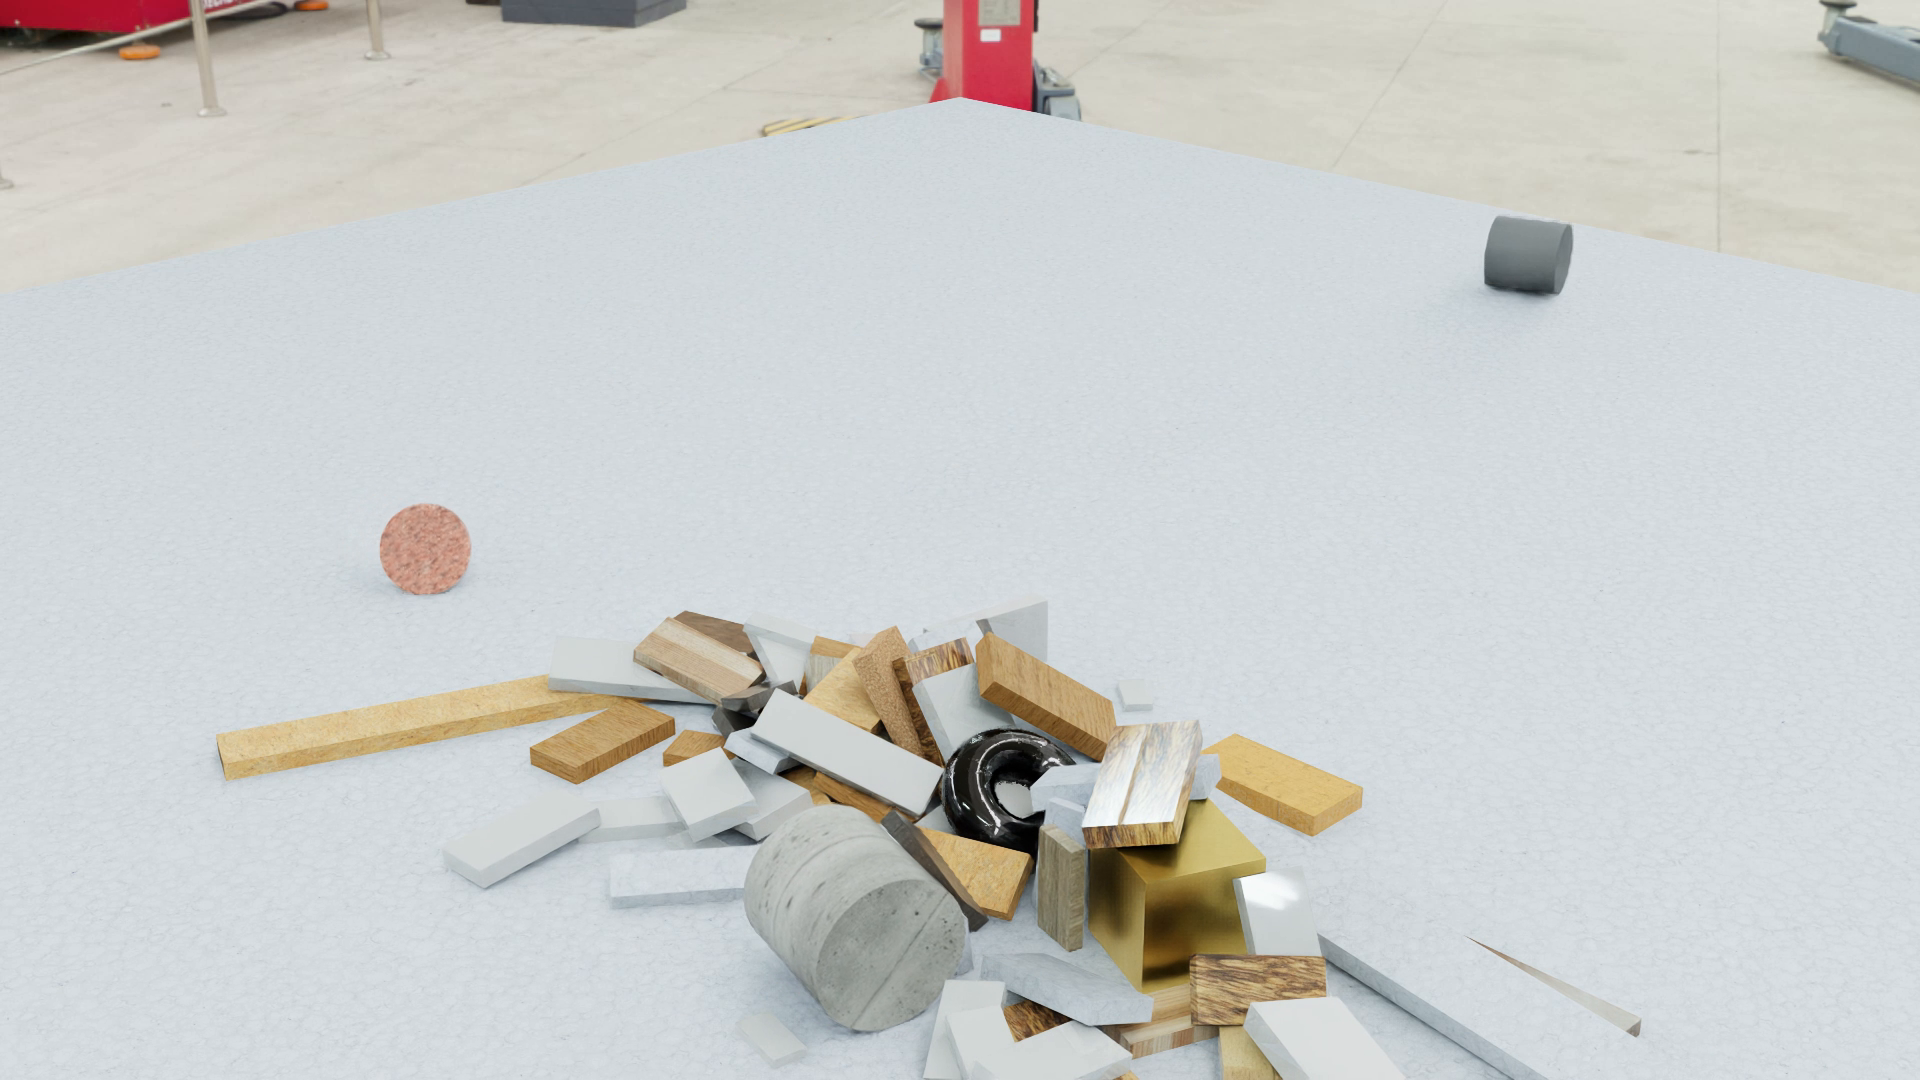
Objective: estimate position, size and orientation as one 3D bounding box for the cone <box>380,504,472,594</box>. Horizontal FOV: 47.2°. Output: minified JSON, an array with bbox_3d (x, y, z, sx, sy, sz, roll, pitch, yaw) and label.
[{"bbox_3d":[-1.325,0.029,5.560,0.228,0.228,0.228,0,-4,-1],"label":"cone"}]

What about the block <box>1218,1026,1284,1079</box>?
[{"bbox_3d":[0.503,0.897,3.596,0.143,0.040,0.285,1,23,2],"label":"block"}]

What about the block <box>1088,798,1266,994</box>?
[{"bbox_3d":[0.387,0.638,3.959,0.233,0.233,0.233,-8,24,-19],"label":"block"}]

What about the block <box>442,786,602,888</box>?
[{"bbox_3d":[-0.856,0.579,4.299,0.276,0.039,0.138,-27,31,-37],"label":"block"}]

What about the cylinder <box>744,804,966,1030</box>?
[{"bbox_3d":[-0.187,0.656,3.845,0.289,0.289,0.289,-13,26,-27],"label":"cylinder"}]

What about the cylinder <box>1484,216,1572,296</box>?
[{"bbox_3d":[2.022,-1.013,7.827,0.251,0.251,0.251,11,25,25],"label":"cylinder"}]

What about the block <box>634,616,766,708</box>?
[{"bbox_3d":[-0.577,0.276,4.888,0.266,0.038,0.133,25,43,16],"label":"block"}]

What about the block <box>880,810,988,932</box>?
[{"bbox_3d":[-0.048,0.612,4.078,0.034,0.121,0.243,-42,54,1],"label":"block"}]

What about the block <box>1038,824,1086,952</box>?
[{"bbox_3d":[0.183,0.633,4.001,0.030,0.210,0.105,-13,26,-29],"label":"block"}]

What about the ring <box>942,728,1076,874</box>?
[{"bbox_3d":[0.114,0.509,4.300,0.315,0.105,0.315,14,48,-16],"label":"ring"}]

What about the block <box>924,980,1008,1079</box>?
[{"bbox_3d":[0.010,0.829,3.686,0.105,0.030,0.210,0,38,13],"label":"block"}]

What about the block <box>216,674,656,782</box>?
[{"bbox_3d":[-1.062,0.373,4.829,1.080,0.040,0.143,-10,25,-22],"label":"block"}]

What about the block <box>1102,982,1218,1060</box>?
[{"bbox_3d":[0.370,0.821,3.784,0.235,0.033,0.117,-10,25,-21],"label":"block"}]

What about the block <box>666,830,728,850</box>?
[{"bbox_3d":[-0.501,0.607,4.304,0.144,0.020,0.072,21,31,40],"label":"block"}]

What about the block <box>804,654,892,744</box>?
[{"bbox_3d":[-0.237,0.344,4.619,0.156,0.044,0.312,10,24,-12],"label":"block"}]

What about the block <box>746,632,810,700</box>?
[{"bbox_3d":[-0.380,0.274,4.889,0.112,0.032,0.369,6,23,-22],"label":"block"}]

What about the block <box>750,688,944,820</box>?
[{"bbox_3d":[-0.224,0.425,4.377,0.378,0.031,0.108,25,63,9],"label":"block"}]

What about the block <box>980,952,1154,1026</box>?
[{"bbox_3d":[0.181,0.768,3.773,0.143,0.040,0.285,7,3,-39],"label":"block"}]

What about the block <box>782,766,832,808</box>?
[{"bbox_3d":[-0.325,0.536,4.390,0.125,0.035,0.249,-21,23,-10],"label":"block"}]

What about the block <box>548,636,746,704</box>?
[{"bbox_3d":[-0.695,0.292,4.903,0.426,0.038,0.133,6,41,-6],"label":"block"}]

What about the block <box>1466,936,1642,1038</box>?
[{"bbox_3d":[0.777,0.710,4.045,0.117,0.033,0.985,-21,31,-40],"label":"block"}]

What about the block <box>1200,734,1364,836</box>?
[{"bbox_3d":[0.643,0.500,4.522,0.165,0.047,0.330,-21,31,-41],"label":"block"}]

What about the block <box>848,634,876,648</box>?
[{"bbox_3d":[-0.201,0.251,5.104,0.080,0.023,0.159,0,15,-17],"label":"block"}]

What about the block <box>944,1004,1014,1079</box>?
[{"bbox_3d":[0.057,0.871,3.579,0.095,0.027,0.251,-7,41,-17],"label":"block"}]

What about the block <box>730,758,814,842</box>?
[{"bbox_3d":[-0.426,0.516,4.408,0.138,0.039,0.276,-29,25,-29],"label":"block"}]

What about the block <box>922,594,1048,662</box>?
[{"bbox_3d":[0.060,0.238,5.000,0.317,0.156,0.044,-15,27,-32],"label":"block"}]

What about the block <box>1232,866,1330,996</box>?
[{"bbox_3d":[0.560,0.698,3.828,0.121,0.243,0.034,-9,-8,-19],"label":"block"}]

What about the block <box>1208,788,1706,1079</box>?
[{"bbox_3d":[0.778,0.727,3.911,0.173,0.049,1.365,-26,34,-29],"label":"block"}]

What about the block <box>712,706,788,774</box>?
[{"bbox_3d":[-0.436,0.415,4.580,0.112,0.032,0.223,23,8,-26],"label":"block"}]

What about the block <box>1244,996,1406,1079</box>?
[{"bbox_3d":[0.621,0.871,3.566,0.173,0.049,0.346,2,26,-25],"label":"block"}]

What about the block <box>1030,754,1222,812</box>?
[{"bbox_3d":[0.315,0.458,4.154,0.330,0.047,0.165,-7,6,18],"label":"block"}]

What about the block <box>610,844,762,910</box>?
[{"bbox_3d":[-0.514,0.640,4.182,0.294,0.032,0.114,-3,35,-7],"label":"block"}]

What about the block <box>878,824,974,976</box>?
[{"bbox_3d":[-0.077,0.654,4.014,0.035,0.125,0.317,-22,36,-22],"label":"block"}]

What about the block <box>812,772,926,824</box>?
[{"bbox_3d":[-0.177,0.518,4.380,0.216,0.031,0.108,29,17,26],"label":"block"}]

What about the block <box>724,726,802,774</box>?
[{"bbox_3d":[-0.385,0.421,4.460,0.114,0.032,0.228,28,7,12],"label":"block"}]
